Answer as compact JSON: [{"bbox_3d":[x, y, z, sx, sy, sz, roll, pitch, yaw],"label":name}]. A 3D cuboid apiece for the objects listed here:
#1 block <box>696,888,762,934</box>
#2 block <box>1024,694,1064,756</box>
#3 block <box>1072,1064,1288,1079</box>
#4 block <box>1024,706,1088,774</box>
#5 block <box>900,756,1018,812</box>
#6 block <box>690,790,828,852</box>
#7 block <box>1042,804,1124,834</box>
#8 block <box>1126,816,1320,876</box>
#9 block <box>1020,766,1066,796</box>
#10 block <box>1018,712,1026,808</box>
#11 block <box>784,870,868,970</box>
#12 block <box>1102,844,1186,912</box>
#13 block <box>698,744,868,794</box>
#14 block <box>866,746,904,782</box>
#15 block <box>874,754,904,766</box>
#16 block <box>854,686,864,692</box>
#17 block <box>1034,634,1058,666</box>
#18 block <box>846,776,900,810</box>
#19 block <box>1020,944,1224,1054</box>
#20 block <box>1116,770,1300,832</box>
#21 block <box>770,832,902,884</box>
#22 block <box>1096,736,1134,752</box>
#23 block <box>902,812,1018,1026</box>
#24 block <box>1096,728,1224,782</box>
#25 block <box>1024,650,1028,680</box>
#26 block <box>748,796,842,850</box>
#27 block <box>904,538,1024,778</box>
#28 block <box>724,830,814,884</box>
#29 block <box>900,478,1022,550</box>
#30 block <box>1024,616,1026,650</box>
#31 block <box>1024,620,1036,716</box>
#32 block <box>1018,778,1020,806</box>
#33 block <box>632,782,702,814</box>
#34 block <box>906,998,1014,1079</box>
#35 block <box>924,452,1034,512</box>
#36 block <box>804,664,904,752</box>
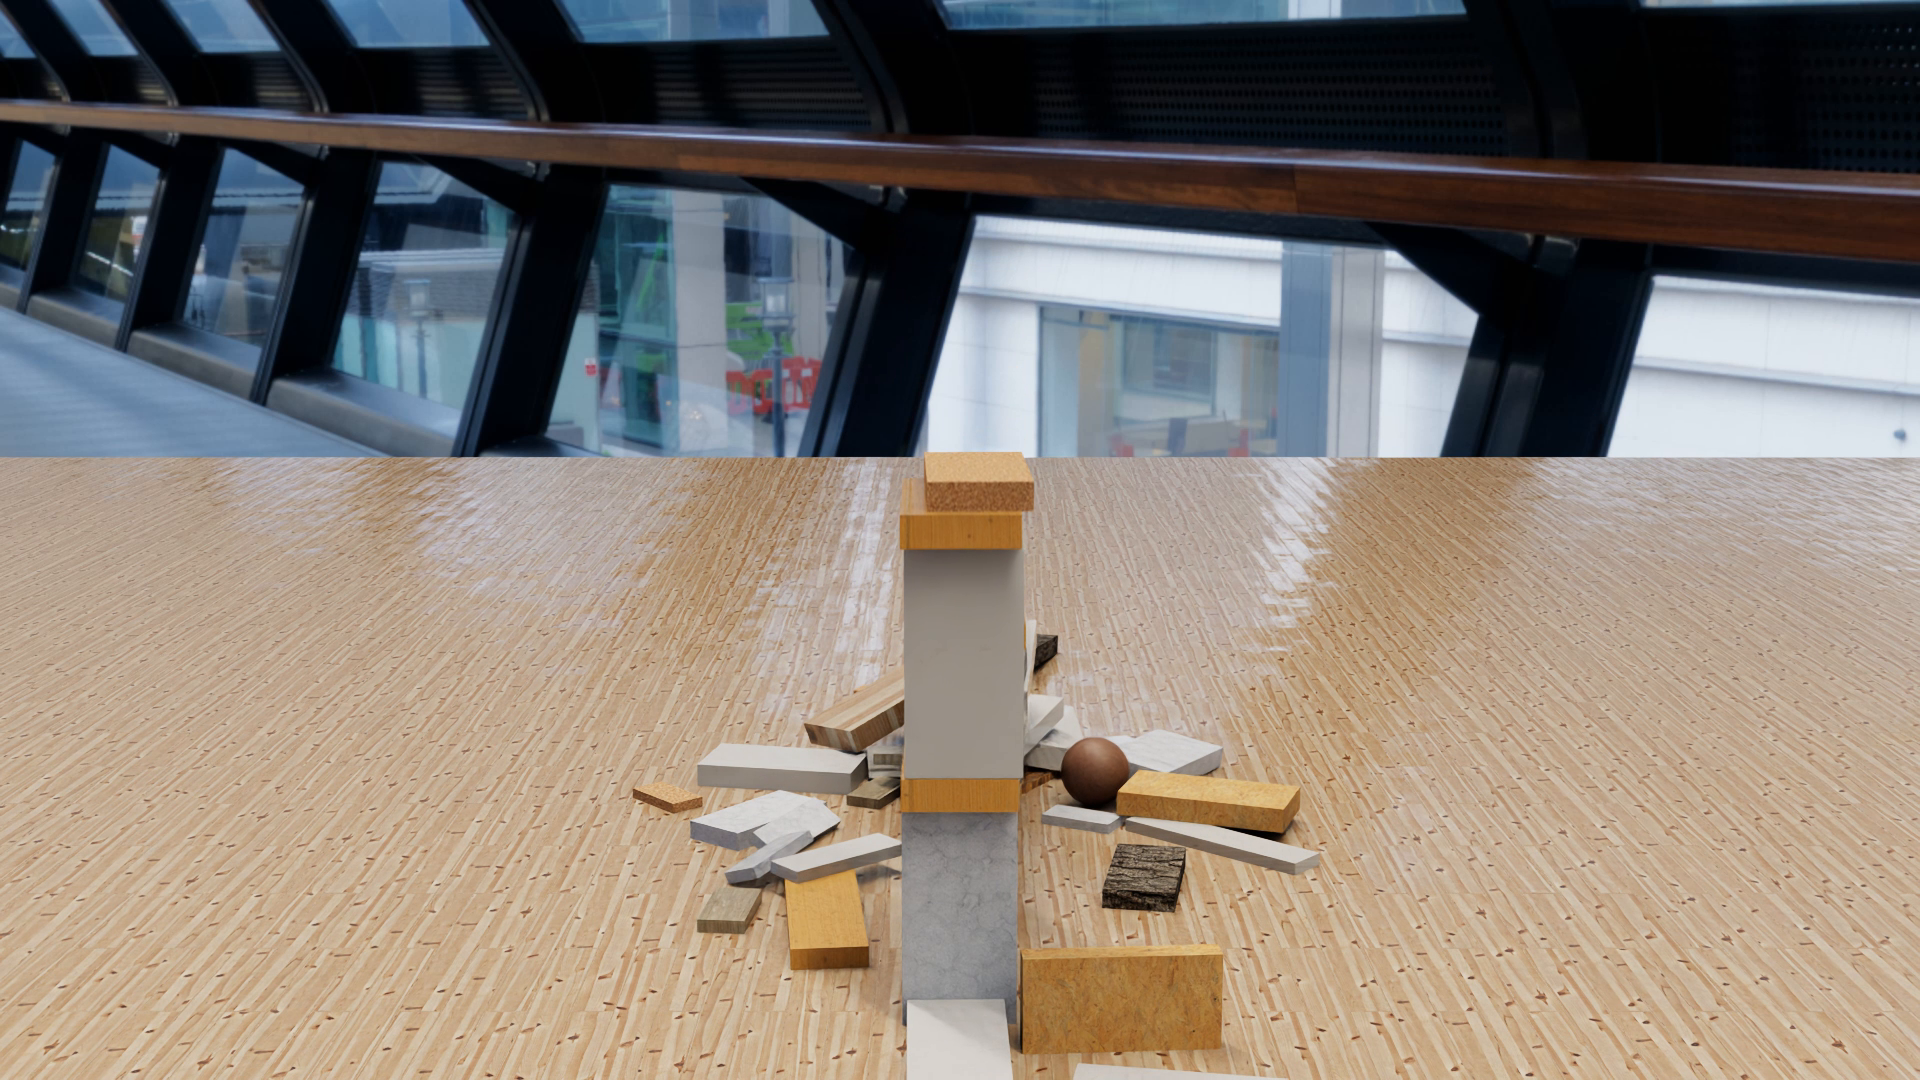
[{"bbox_3d":[-0.372,0.599,3.560,0.076,0.022,0.152,1,11,5],"label":"block"},{"bbox_3d":[0.092,0.362,4.303,0.143,0.041,0.286,5,15,19],"label":"block"},{"bbox_3d":[0.279,0.728,2.820,0.276,0.039,0.138,2,11,10],"label":"block"},{"bbox_3d":[0.158,0.392,4.462,0.166,0.047,0.333,10,10,-4],"label":"block"},{"bbox_3d":[0.000,0.323,3.194,0.163,0.046,0.326,0,11,0],"label":"block"},{"bbox_3d":[-0.365,0.510,4.008,0.118,0.034,0.237,8,13,37],"label":"block"},{"bbox_3d":[0.224,0.512,4.035,0.134,0.019,0.067,6,12,27],"label":"block"},{"bbox_3d":[0.462,0.535,3.904,0.366,0.022,0.076,9,14,41],"label":"block"},{"bbox_3d":[0.145,0.464,4.307,0.053,0.015,0.201,6,12,31],"label":"block"},{"bbox_3d":[0.030,0.375,3.758,0.153,0.043,0.305,1,20,4],"label":"block"},{"bbox_3d":[-0.220,0.595,3.548,0.118,0.034,0.431,-1,11,-6],"label":"block"},{"bbox_3d":[0.312,0.567,3.701,0.118,0.034,0.237,2,11,10],"label":"block"},{"bbox_3d":[-0.344,0.448,4.313,0.307,0.043,0.153,2,11,11],"label":"block"},{"bbox_3d":[-0.113,0.438,4.314,0.137,0.068,0.019,-1,-31,-8],"label":"block"},{"bbox_3d":[-0.086,0.420,4.201,0.143,0.020,0.072,-3,-7,29],"label":"block"},{"bbox_3d":[-0.180,0.344,4.950,0.106,0.015,0.053,4,11,21],"label":"block"},{"bbox_3d":[0.101,0.269,5.134,0.153,0.043,0.509,3,5,14],"label":"block"},{"bbox_3d":[-0.155,0.482,4.197,0.068,0.019,0.137,5,11,23],"label":"block"},{"bbox_3d":[0.223,0.636,3.045,0.276,0.138,0.039,-1,11,-4],"label":"block"},{"bbox_3d":[0.457,0.478,4.037,0.307,0.043,0.153,4,11,19],"label":"block"},{"bbox_3d":[-0.205,0.537,3.714,0.230,0.021,0.074,-9,14,-40],"label":"block"},{"bbox_3d":[0.338,0.428,4.488,0.068,0.019,0.137,-4,11,-22],"label":"block"},{"bbox_3d":[-0.001,0.526,3.123,0.163,0.326,0.046,0,11,-1],"label":"block"},{"bbox_3d":[0.394,0.431,4.306,0.143,0.041,0.286,14,12,27],"label":"block"},{"bbox_3d":[0.016,0.275,3.896,0.171,0.049,0.343,1,20,8],"label":"block"},{"bbox_3d":[-0.292,0.516,3.918,0.067,0.019,0.229,39,23,13],"label":"block"},{"bbox_3d":[0.006,0.163,3.029,0.164,0.328,0.046,0,9,0],"label":"block"},{"bbox_3d":[-0.324,0.539,3.745,0.074,0.021,0.148,-17,8,41],"label":"block"},{"bbox_3d":[-0.001,-0.040,3.099,0.164,0.046,0.328,0,10,-1],"label":"block"},{"bbox_3d":[0.036,0.150,4.164,0.171,0.049,0.343,0,9,1],"label":"block"},{"bbox_3d":[0.050,0.237,4.138,0.171,0.049,0.343,0,20,5],"label":"block"},{"bbox_3d":[0.023,0.376,3.512,0.144,0.287,0.041,0,37,0],"label":"block"},{"bbox_3d":[-0.555,0.488,4.168,0.067,0.019,0.134,-9,14,-41],"label":"block"},{"bbox_3d":[-0.003,0.696,2.989,0.138,0.039,0.276,0,11,-1],"label":"block"},{"bbox_3d":[0.023,-0.084,3.099,0.144,0.041,0.287,0,10,-2],"label":"block"},{"bbox_3d":[-0.137,0.327,4.477,0.333,0.047,0.166,-29,19,-33],"label":"block"}]
